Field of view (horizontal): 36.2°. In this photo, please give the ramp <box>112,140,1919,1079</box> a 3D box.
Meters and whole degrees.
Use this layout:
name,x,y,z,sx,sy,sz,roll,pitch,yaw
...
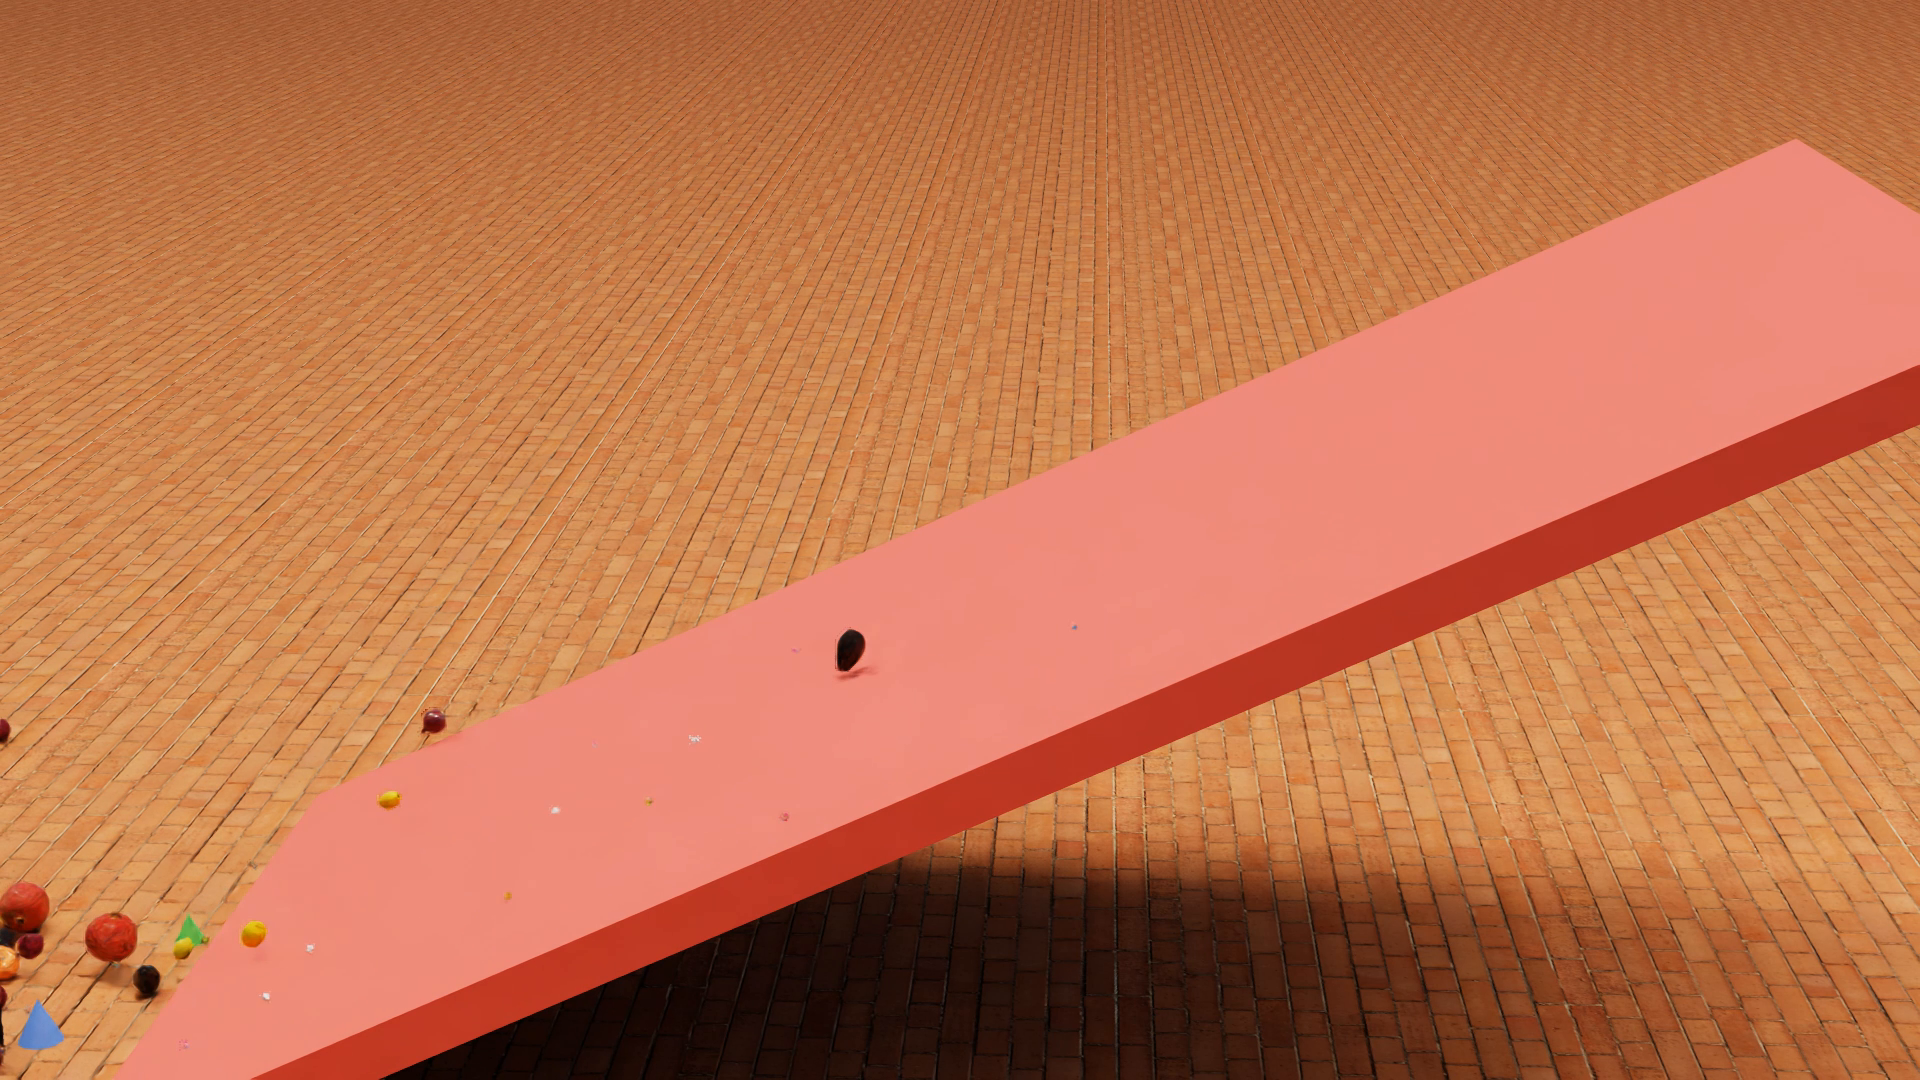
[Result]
name,x,y,z,sx,sy,sz,roll,pitch,yaw
ramp,0.135,0.169,6.282,4.000,0.100,2.000,-24,13,9

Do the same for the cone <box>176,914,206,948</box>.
name,x,y,z,sx,sy,sz,roll,pitch,yaw
cone,-1.797,0.903,6.860,0.070,0.070,0.070,0,16,0

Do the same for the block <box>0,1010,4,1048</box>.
name,x,y,z,sx,sy,sz,roll,pitch,yaw
block,-2.125,1.043,6.311,0.099,0.099,0.099,15,21,42

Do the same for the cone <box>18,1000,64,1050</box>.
name,x,y,z,sx,sy,sz,roll,pitch,yaw
cone,-1.987,1.034,6.346,0.096,0.096,0.096,0,16,0
